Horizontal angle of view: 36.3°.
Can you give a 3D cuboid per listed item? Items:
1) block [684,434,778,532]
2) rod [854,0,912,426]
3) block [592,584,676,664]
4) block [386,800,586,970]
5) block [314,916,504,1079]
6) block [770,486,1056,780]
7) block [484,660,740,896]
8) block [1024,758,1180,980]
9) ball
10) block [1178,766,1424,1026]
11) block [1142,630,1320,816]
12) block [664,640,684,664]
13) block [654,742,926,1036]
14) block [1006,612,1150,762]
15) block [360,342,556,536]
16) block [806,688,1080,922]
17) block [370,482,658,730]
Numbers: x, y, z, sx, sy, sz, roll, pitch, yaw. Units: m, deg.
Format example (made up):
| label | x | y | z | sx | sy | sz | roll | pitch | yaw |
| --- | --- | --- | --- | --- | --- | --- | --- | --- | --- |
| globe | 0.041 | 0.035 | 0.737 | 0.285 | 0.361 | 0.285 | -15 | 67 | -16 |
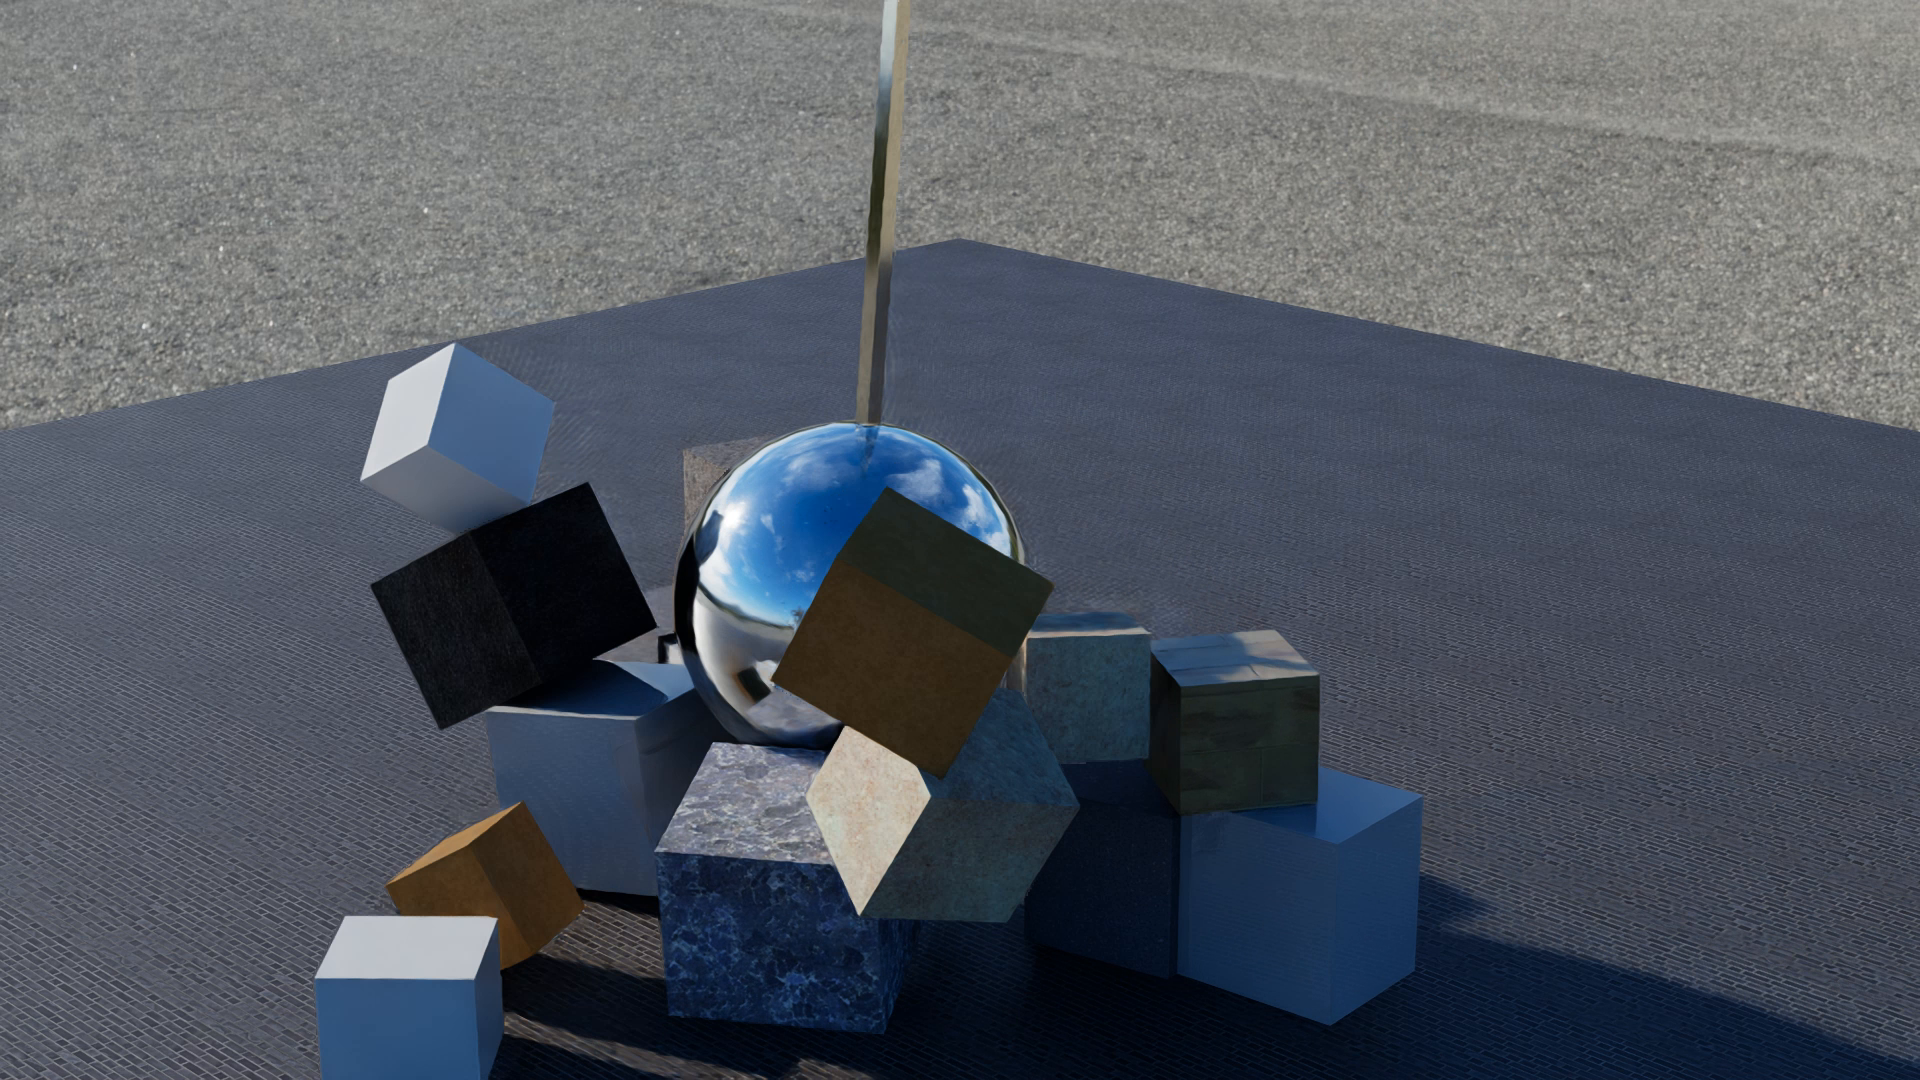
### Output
| label | x | y | z | sx | sy | sz | roll | pitch | yaw |
| --- | --- | --- | --- | --- | --- | --- | --- | --- | --- |
| block | -1.018 | -0.177 | 14.319 | 0.500 | 0.527 | 0.448 | -11 | 21 | -31 |
| rod | -0.201 | -3.031 | 12.178 | 0.080 | 5.200 | 0.080 | 17 | 18 | 42 |
| block | -1.436 | 0.663 | 15.113 | 0.665 | 0.672 | 0.654 | -13 | 22 | -35 |
| block | -1.997 | 1.508 | 12.374 | 0.473 | 0.534 | 0.491 | -27 | 6 | 25 |
| block | -2.169 | 1.845 | 11.610 | 0.616 | 0.514 | 0.555 | 0 | 18 | 1 |
| block | -0.175 | 0.351 | 11.190 | 0.752 | 0.633 | 0.612 | 30 | 31 | 2 |
| block | -1.539 | 1.071 | 13.394 | 0.834 | 0.820 | 0.780 | 1 | 16 | 31 |
| block | 0.790 | 1.358 | 12.800 | 0.721 | 0.734 | 0.760 | 11 | 21 | 31 |
| ball | -0.464 | 0.272 | 12.940 | 1.600 | 1.600 | 1.600 | 0 | 17 | 0 |
| block | 1.431 | 1.456 | 12.368 | 0.768 | 0.806 | 0.663 | 14 | 22 | 37 |
| block | 1.127 | 0.758 | 12.304 | 0.591 | 0.562 | 0.607 | -4 | 17 | -11 |
| block | -0.997 | 0.850 | 14.576 | 0.682 | 0.639 | 0.703 | -11 | 20 | -30 |
| block | -0.684 | 1.440 | 12.235 | 0.907 | 0.795 | 0.888 | 3 | 26 | 11 |
| block | 0.486 | 0.607 | 12.203 | 0.515 | 0.522 | 0.483 | -2 | 10 | -9 |
| block | -2.269 | -0.446 | 13.282 | 0.574 | 0.555 | 0.520 | 32 | -38 | -33 |
| block | -0.076 | 1.029 | 11.551 | 0.692 | 0.661 | 0.652 | 7 | 38 | -33 |
| block | -2.060 | 0.306 | 13.562 | 0.792 | 0.748 | 0.775 | -24 | 2 | 41 |
